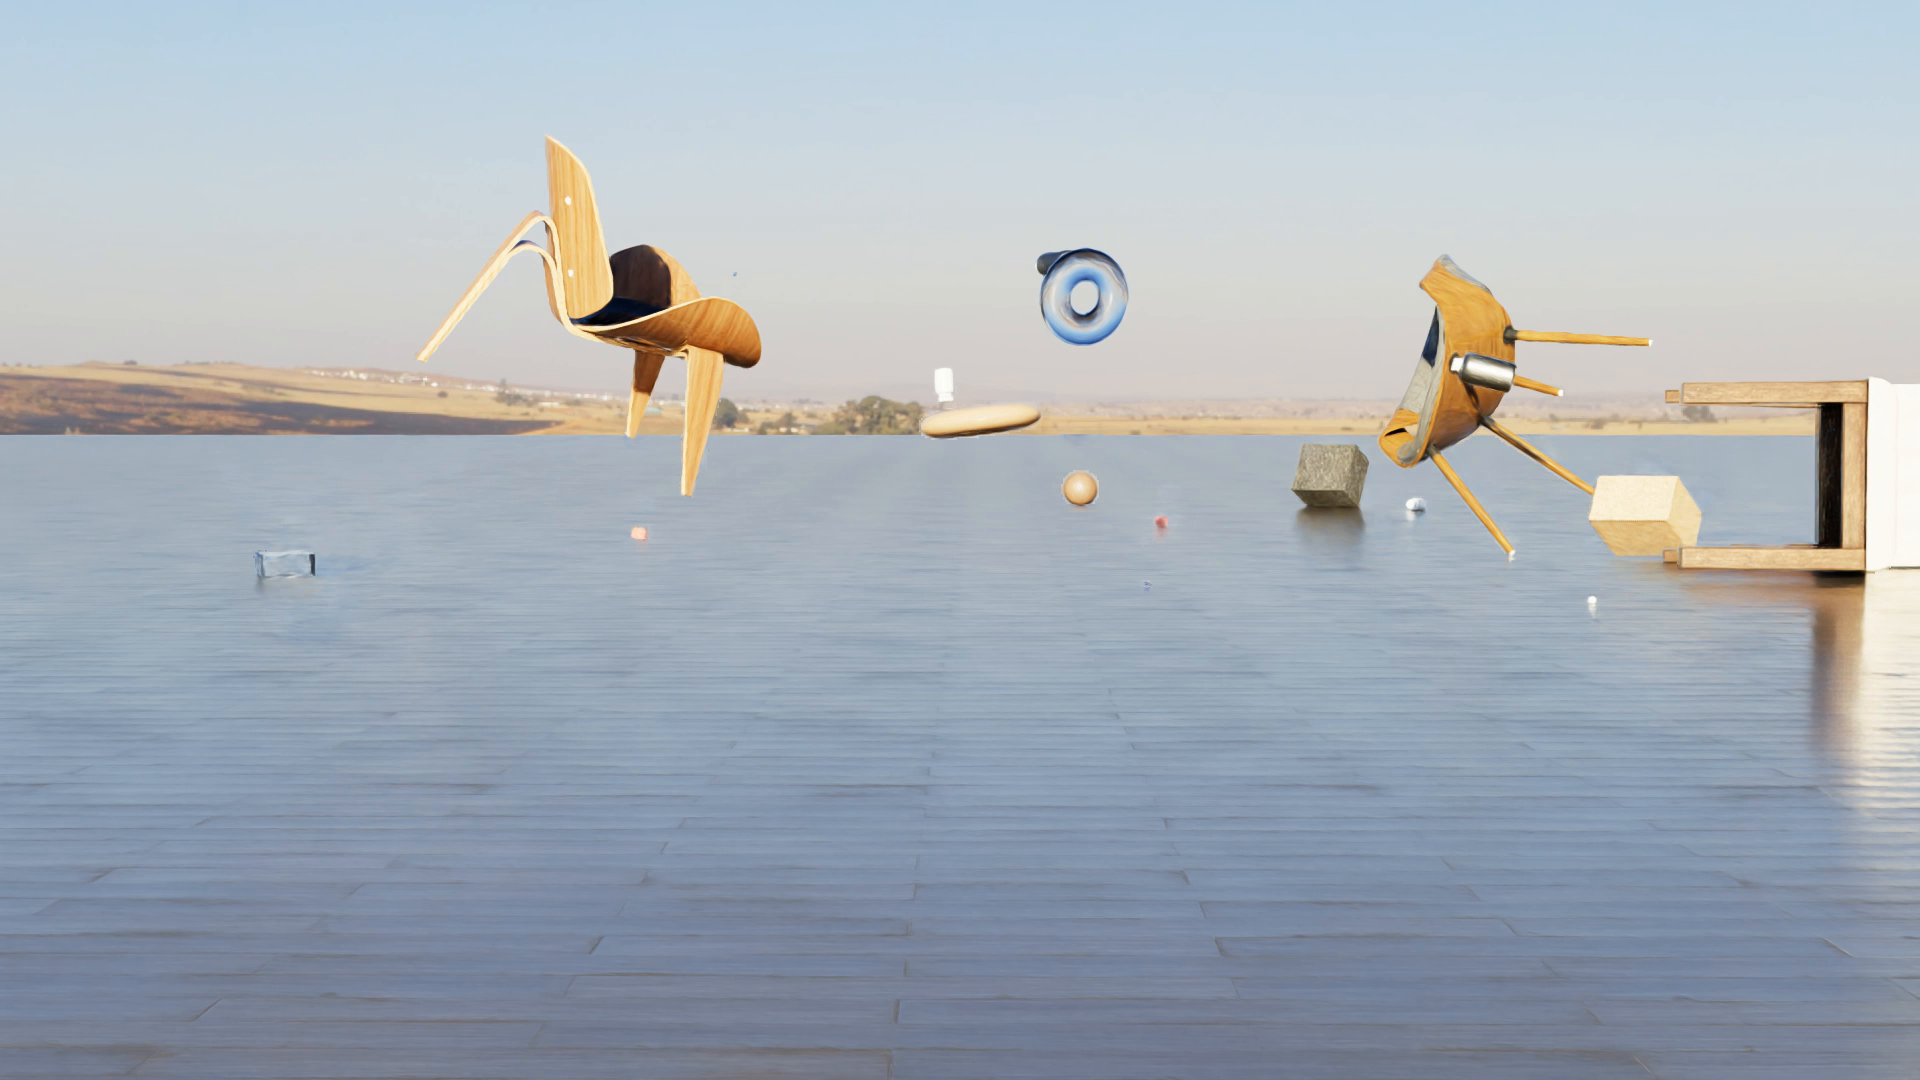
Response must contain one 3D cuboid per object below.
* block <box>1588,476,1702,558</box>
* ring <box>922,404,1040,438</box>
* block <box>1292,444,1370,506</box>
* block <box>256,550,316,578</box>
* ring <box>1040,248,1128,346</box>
[{"bbox_3d":[1.805,-0.061,5.789,0.211,0.132,0.203,1,-28,39],"label":"block"},{"bbox_3d":[0.065,-0.371,6.853,0.386,0.074,0.305,-7,-1,19],"label":"ring"},{"bbox_3d":[1.418,-0.249,8.415,0.220,0.197,0.142,3,-23,35],"label":"block"},{"bbox_3d":[-1.626,0.059,5.300,0.120,0.054,0.124,-1,4,-25],"label":"block"},{"bbox_3d":[0.283,-0.553,5.017,0.213,0.225,0.064,-8,17,-16],"label":"ring"}]
